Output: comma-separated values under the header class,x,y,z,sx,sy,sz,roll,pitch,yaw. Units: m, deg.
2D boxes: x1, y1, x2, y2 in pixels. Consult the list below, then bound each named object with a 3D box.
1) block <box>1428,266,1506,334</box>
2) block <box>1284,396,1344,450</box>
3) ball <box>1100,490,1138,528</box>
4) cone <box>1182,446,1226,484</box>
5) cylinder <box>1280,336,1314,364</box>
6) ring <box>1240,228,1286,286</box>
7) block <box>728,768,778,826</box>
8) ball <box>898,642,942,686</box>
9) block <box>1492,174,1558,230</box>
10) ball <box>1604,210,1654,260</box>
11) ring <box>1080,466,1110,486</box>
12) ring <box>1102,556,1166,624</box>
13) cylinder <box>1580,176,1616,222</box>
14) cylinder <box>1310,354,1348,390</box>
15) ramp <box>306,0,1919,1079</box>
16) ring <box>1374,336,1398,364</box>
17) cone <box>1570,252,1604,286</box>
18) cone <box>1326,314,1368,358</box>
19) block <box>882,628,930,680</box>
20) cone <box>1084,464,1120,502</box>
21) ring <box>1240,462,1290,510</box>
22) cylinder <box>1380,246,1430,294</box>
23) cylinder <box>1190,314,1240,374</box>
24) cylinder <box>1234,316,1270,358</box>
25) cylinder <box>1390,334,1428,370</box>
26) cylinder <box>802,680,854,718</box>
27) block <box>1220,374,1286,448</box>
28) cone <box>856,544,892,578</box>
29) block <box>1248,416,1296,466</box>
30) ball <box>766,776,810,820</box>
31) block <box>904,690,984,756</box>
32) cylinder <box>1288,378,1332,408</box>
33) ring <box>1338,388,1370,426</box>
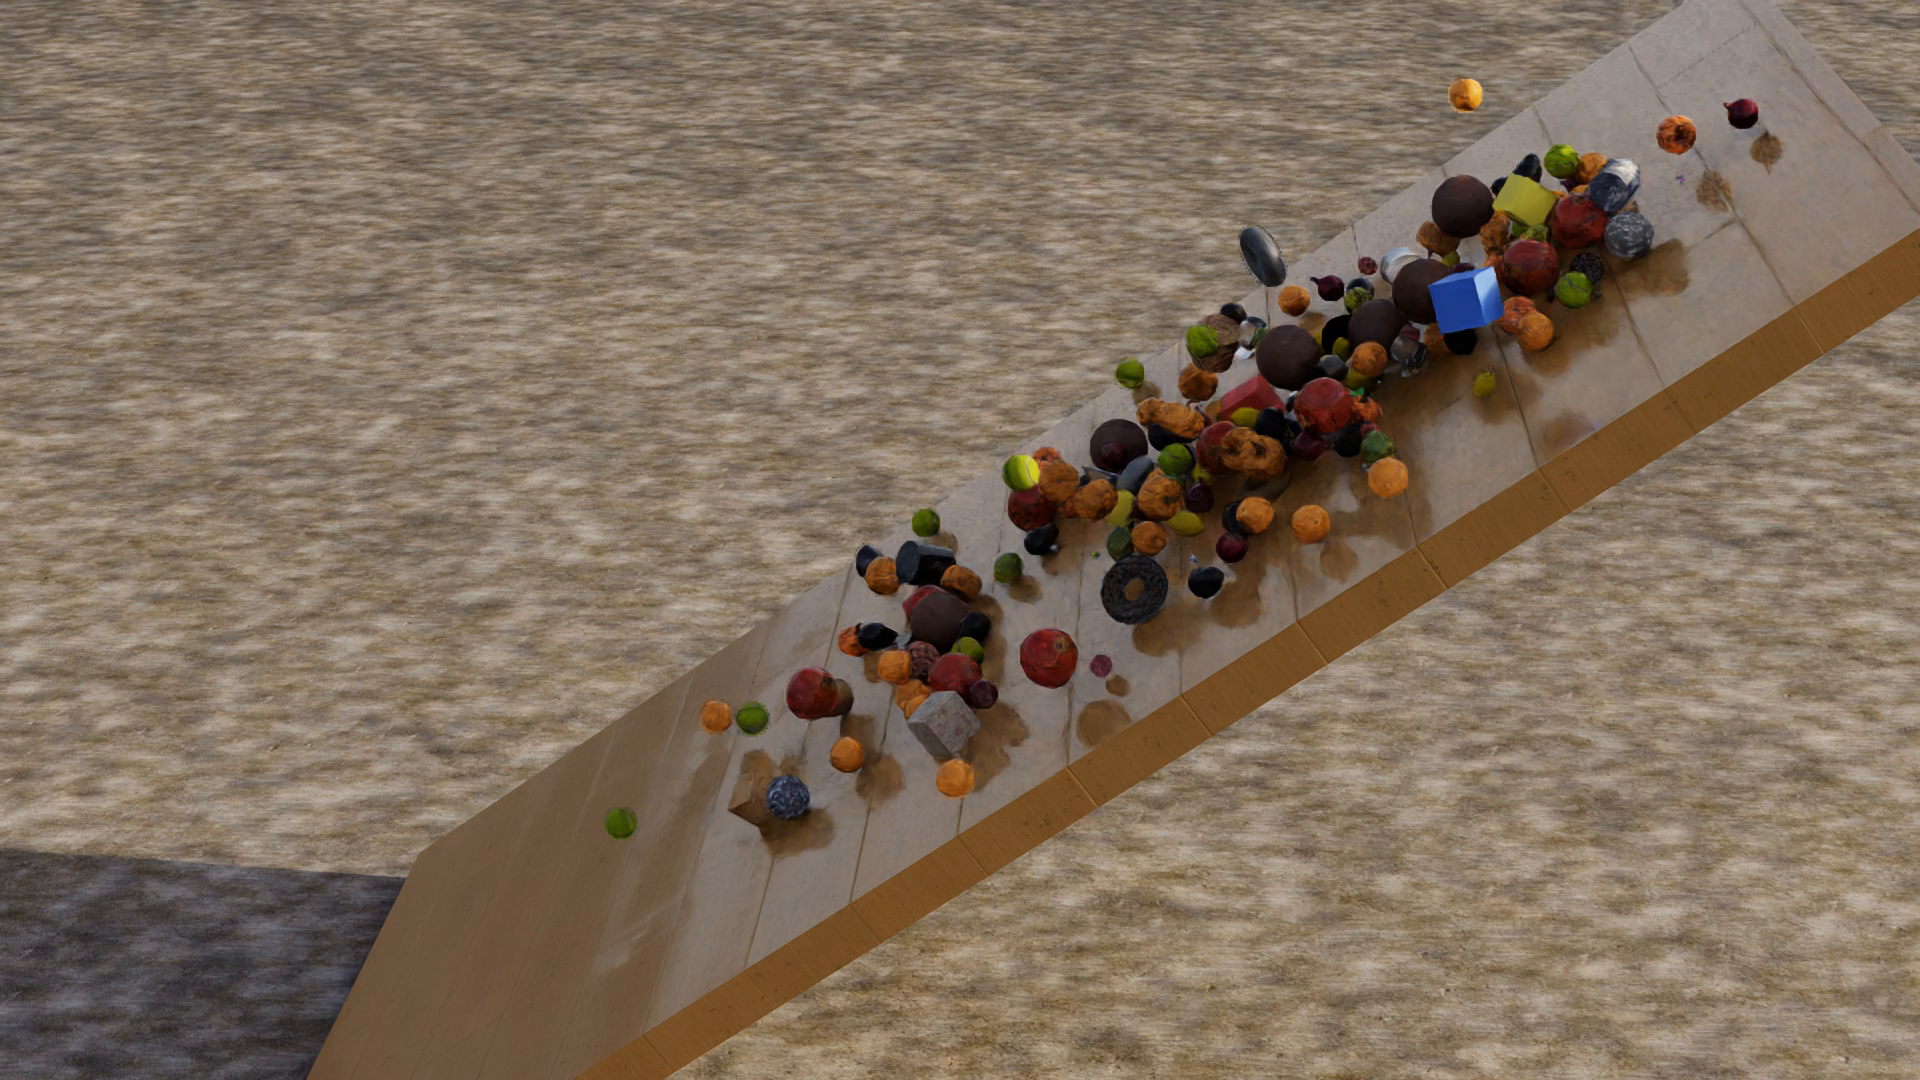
class,x,y,z,sx,sy,sz,roll,pitch,yaw
block,0.933,-0.441,5.411,0.092,0.092,0.092,-9,11,36
block,0.705,-0.234,5.871,0.074,0.074,0.074,-38,15,-6
ball,0.337,-0.067,6.212,0.080,0.080,0.080,0,22,0
cone,0.521,-0.167,6.164,0.083,0.083,0.083,-14,25,-13
cylinder,0.729,-0.412,6.352,0.057,0.057,0.057,-6,7,-14
ring,0.633,-0.591,6.148,0.046,0.137,0.137,-30,28,-7
block,-0.422,0.537,6.140,0.079,0.079,0.079,-29,38,48
ball,-0.085,0.261,6.196,0.095,0.095,0.095,0,22,0
block,1.123,-0.673,5.852,0.077,0.077,0.077,29,3,-22
ball,1.263,-0.576,5.559,0.092,0.092,0.092,0,22,0
ring,0.303,-0.144,6.589,0.075,0.025,0.075,-26,3,1
ring,0.337,0.096,5.698,0.139,0.139,0.046,16,-8,34
cylinder,1.273,-0.678,5.829,0.072,0.072,0.072,9,39,21
cylinder,0.712,-0.323,5.680,0.052,0.052,0.052,-32,36,-29
ramp,0.131,0.177,6.317,4.000,0.100,2.000,-34,16,16
ring,0.880,-0.389,6.012,0.076,0.025,0.076,-34,14,10
cone,1.210,-0.524,5.629,0.065,0.065,0.065,12,19,28
cone,0.791,-0.445,6.150,0.094,0.094,0.094,-6,43,-15
block,-0.108,0.247,6.333,0.071,0.071,0.071,-23,22,44
cone,0.292,-0.135,6.325,0.080,0.080,0.080,44,33,5
ring,0.601,-0.107,5.806,0.117,0.039,0.117,-36,20,15
cylinder,0.948,-0.574,6.270,0.088,0.088,0.088,-2,16,-4
cylinder,0.540,-0.415,6.214,0.089,0.089,0.089,5,50,-6
cylinder,0.650,-0.457,6.629,0.070,0.070,0.070,-41,41,-25
cylinder,0.881,-0.369,5.776,0.053,0.053,0.053,25,32,31
cylinder,-0.287,0.345,6.384,0.079,0.079,0.079,-4,19,-43
block,0.612,-0.271,6.151,0.094,0.094,0.094,-31,17,24
cone,-0.194,0.056,7.112,0.082,0.082,0.082,7,22,41
block,0.624,-0.198,5.883,0.073,0.073,0.073,-22,5,4
ball,-0.354,0.529,6.046,0.090,0.090,0.090,0,22,0
block,-0.032,0.362,5.796,0.091,0.091,0.091,-45,17,-23
cylinder,0.712,-0.284,5.994,0.065,0.065,0.065,45,24,-7
ring,0.781,-0.265,5.836,0.029,0.087,0.087,34,25,-3
